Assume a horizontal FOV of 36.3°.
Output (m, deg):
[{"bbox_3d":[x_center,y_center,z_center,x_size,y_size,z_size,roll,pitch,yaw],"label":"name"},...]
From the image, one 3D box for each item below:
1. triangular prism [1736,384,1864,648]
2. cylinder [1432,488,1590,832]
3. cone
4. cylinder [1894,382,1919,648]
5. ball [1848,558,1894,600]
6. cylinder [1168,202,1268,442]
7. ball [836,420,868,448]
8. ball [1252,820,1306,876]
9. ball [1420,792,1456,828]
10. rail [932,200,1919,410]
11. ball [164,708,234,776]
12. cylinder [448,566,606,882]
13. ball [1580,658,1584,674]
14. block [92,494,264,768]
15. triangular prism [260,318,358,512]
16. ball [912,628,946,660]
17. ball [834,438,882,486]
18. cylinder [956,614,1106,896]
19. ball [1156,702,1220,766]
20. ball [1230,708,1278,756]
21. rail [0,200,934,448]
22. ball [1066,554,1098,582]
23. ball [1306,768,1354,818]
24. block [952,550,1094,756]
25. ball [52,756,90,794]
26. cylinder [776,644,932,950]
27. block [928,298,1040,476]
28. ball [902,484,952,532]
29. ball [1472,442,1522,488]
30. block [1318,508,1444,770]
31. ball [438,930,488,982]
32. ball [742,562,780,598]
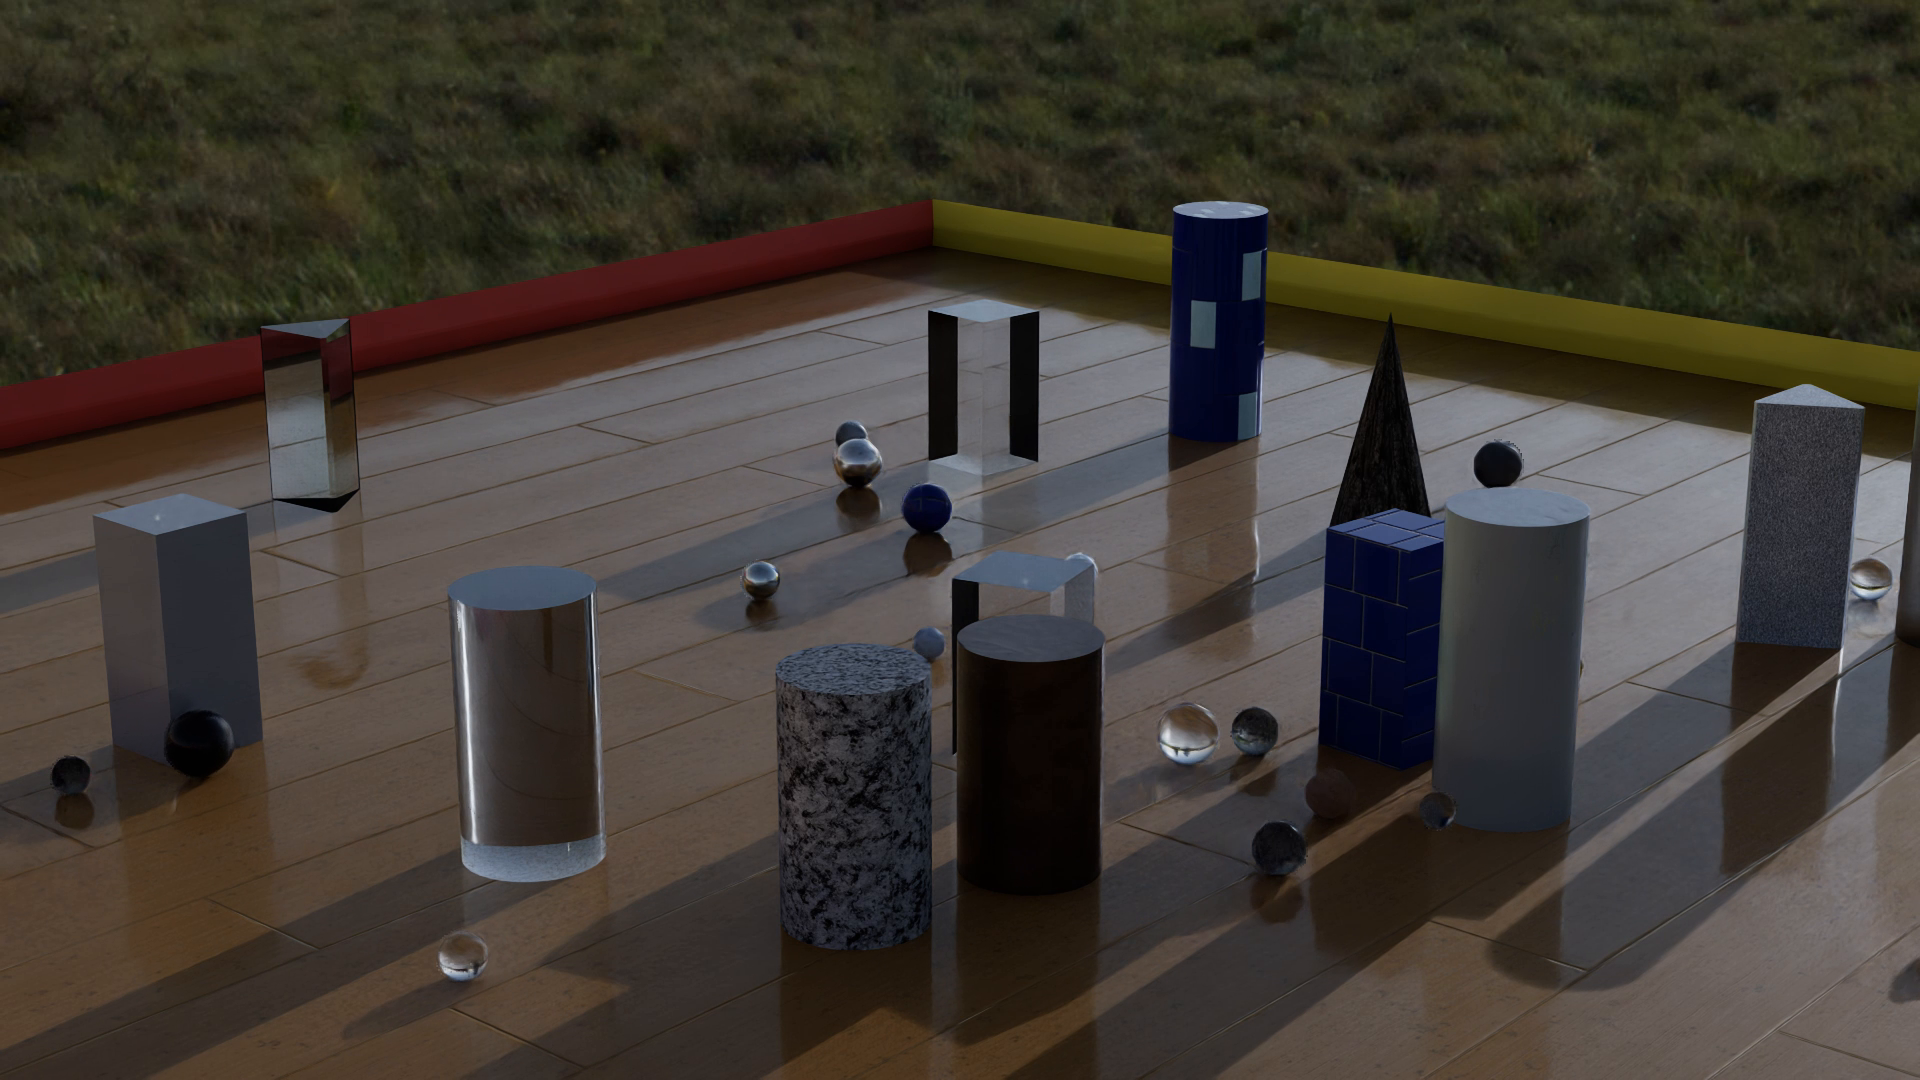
[{"bbox_3d":[1.397,-0.043,4.885,0.171,0.410,0.148,4,17,13],"label":"triangular prism"},{"bbox_3d":[0.773,0.167,4.126,0.198,0.446,0.198,0,17,0],"label":"cylinder"},{"bbox_3d":[0.790,-0.217,5.440,0.198,0.423,0.198,0,17,0],"label":"cone"},{"bbox_3d":[1.669,-0.065,4.843,0.198,0.476,0.198,0,17,0],"label":"cylinder"},{"bbox_3d":[1.583,0.068,5.098,0.075,0.075,0.075,0,17,0],"label":"ball"},{"bbox_3d":[0.541,-0.459,6.158,0.198,0.473,0.198,0,17,0],"label":"cylinder"},{"bbox_3d":[-0.224,-0.213,6.043,0.067,0.067,0.067,0,17,0],"label":"ball"},{"bbox_3d":[0.430,0.415,3.949,0.073,0.073,0.073,0,17,0],"label":"ball"},{"bbox_3d":[0.669,0.379,4.108,0.051,0.051,0.051,0,17,0],"label":"ball"},{"bbox_3d":[1.526,-0.475,6.803,4.290,0.128,0.045,14,22,39],"label":"rail"},{"bbox_3d":[-1.114,0.297,4.297,0.099,0.099,0.099,0,17,0],"label":"ball"},{"bbox_3d":[-0.584,0.247,3.970,0.198,0.383,0.198,0,17,0],"label":"cylinder"},{"bbox_3d":[0.975,0.201,4.702,0.048,0.048,0.048,0,17,0],"label":"ball"},{"bbox_3d":[-1.168,0.133,4.387,0.158,0.360,0.158,14,22,39],"label":"block"},{"bbox_3d":[-1.229,-0.248,5.684,0.171,0.342,0.148,11,20,33],"label":"triangular prism"},{"bbox_3d":[-0.050,0.169,4.800,0.053,0.053,0.053,0,17,0],"label":"ball"},{"bbox_3d":[-0.202,-0.153,5.797,0.095,0.095,0.095,0,17,0],"label":"ball"},{"bbox_3d":[0.094,0.286,3.935,0.198,0.327,0.198,0,17,0],"label":"cylinder"},{"bbox_3d":[0.338,0.287,4.339,0.092,0.092,0.092,0,17,0],"label":"ball"},{"bbox_3d":[0.441,0.286,4.380,0.071,0.071,0.071,0,17,0],"label":"ball"},{"bbox_3d":[-1.602,-0.369,6.452,0.045,0.128,4.704,14,22,39],"label":"rail"},{"bbox_3d":[0.210,0.055,5.158,0.064,0.064,0.064,0,17,0],"label":"ball"},{"bbox_3d":[0.523,0.358,4.142,0.070,0.070,0.070,0,17,0],"label":"ball"},{"bbox_3d":[0.094,0.179,4.379,0.158,0.278,0.158,8,19,25],"label":"block"},{"bbox_3d":[-1.283,0.340,4.232,0.054,0.054,0.054,0,17,0],"label":"ball"},{"bbox_3d":[-0.135,0.328,3.768,0.198,0.344,0.198,0,17,0],"label":"cylinder"},{"bbox_3d":[0.048,-0.311,5.939,0.158,0.315,0.158,-15,22,-41],"label":"block"},{"bbox_3d":[-0.061,-0.060,5.491,0.093,0.093,0.093,0,17,0],"label":"ball"},{"bbox_3d":[1.059,-0.147,5.779,0.094,0.094,0.094,0,17,0],"label":"ball"},{"bbox_3d":[0.654,0.146,4.380,0.158,0.339,0.158,-15,22,-40],"label":"block"},{"bbox_3d":[-0.615,0.516,3.633,0.062,0.062,0.062,0,17,0],"label":"ball"},{"bbox_3d":[-0.346,0.070,5.108,0.065,0.065,0.065,0,17,0],"label":"ball"}]
